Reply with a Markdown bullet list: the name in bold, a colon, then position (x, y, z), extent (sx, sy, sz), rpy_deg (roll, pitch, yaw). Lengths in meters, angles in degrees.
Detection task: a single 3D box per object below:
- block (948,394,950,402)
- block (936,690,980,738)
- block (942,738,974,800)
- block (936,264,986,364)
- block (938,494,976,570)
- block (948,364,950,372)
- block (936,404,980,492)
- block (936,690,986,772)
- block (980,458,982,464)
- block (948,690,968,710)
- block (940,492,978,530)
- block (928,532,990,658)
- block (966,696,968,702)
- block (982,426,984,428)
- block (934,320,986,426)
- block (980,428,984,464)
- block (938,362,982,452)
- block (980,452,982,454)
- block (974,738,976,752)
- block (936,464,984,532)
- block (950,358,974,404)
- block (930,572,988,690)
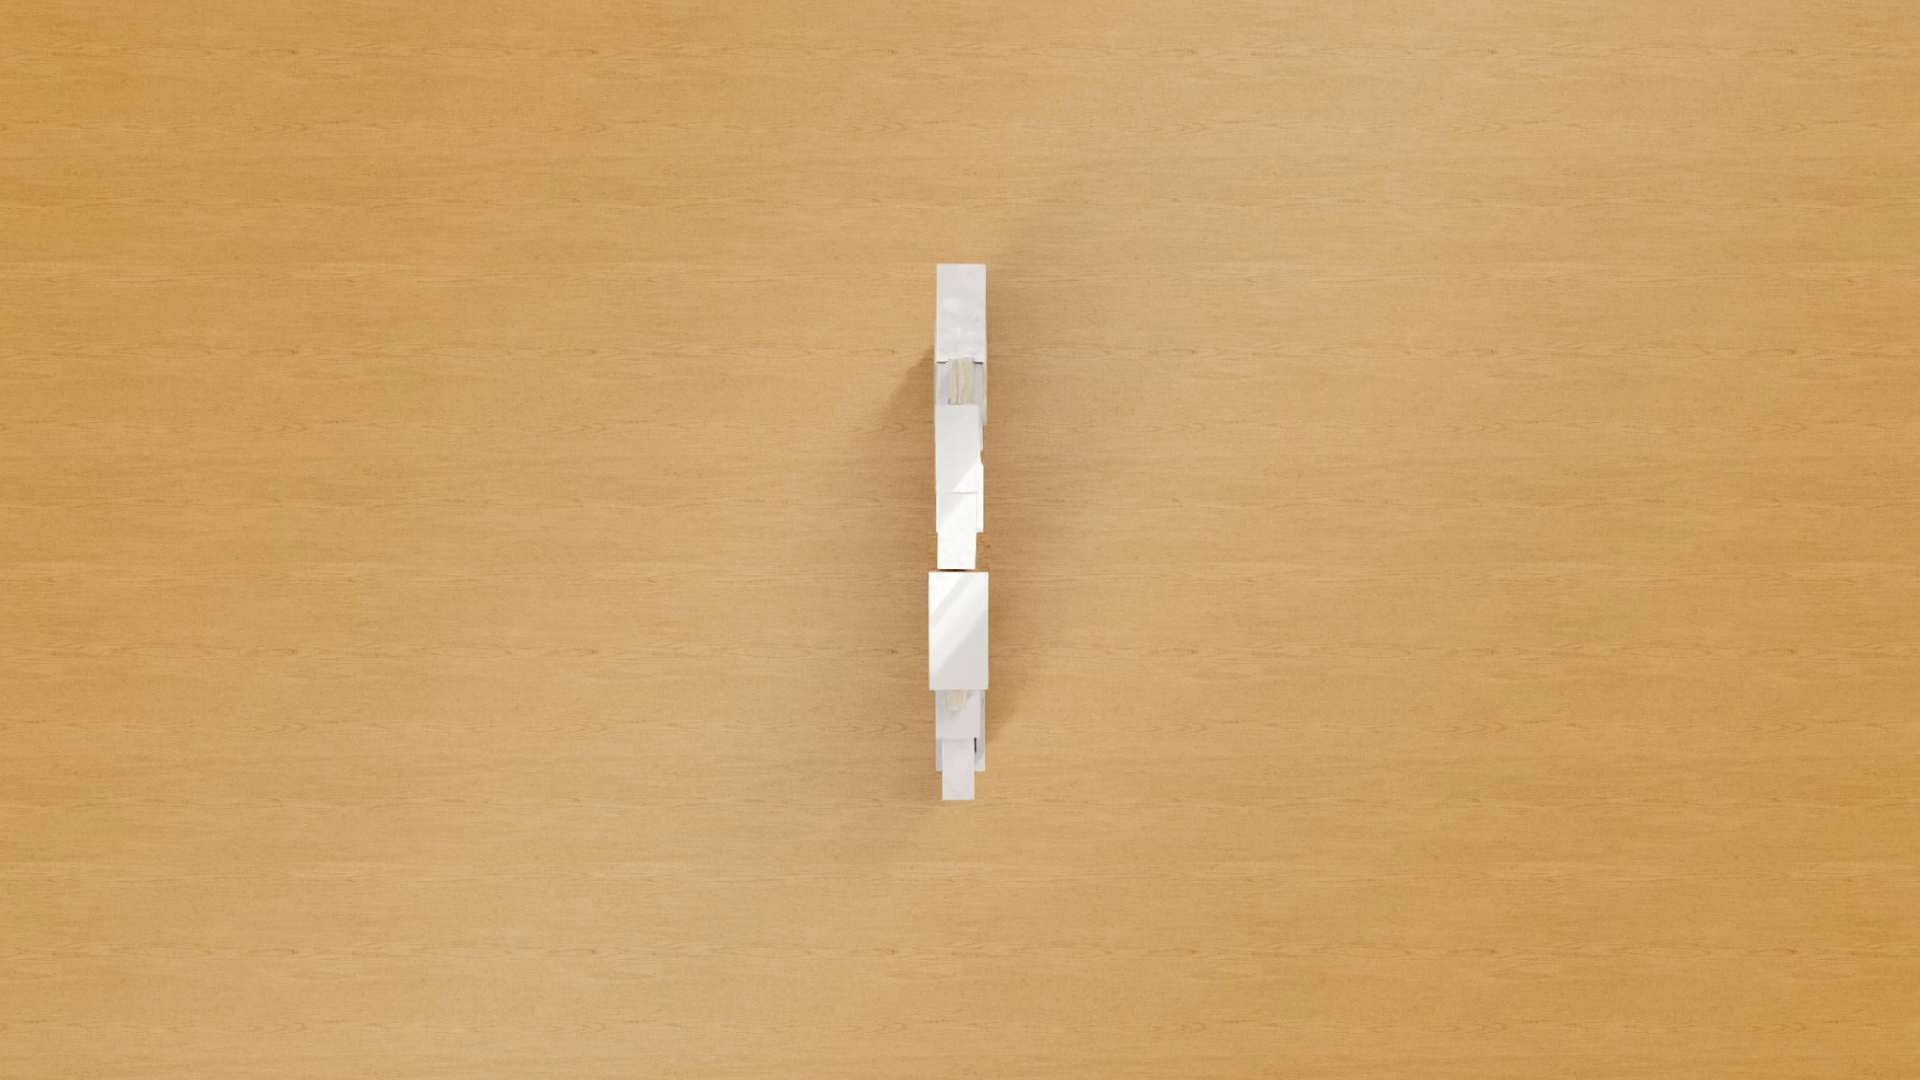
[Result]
- **block**: position (0.000, -0.368, 4.320), extent (0.058, 0.115, 0.016), rpy_deg (0, 88, 0)
- **block**: position (-0.006, 0.423, 4.554), extent (0.121, 0.034, 0.241), rpy_deg (0, 90, 0)
- **block**: position (-0.005, 0.639, 4.635), extent (0.089, 0.025, 0.177), rpy_deg (0, 90, 0)
- **block**: position (0.002, -0.599, 4.368), extent (0.128, 0.036, 0.257), rpy_deg (0, 91, 0)
- **block**: position (-0.007, -0.020, 4.062), extent (0.092, 0.026, 0.184), rpy_deg (1, 90, 0)
- **block**: position (0.000, -0.445, 4.324), extent (0.058, 0.115, 0.016), rpy_deg (0, 88, 0)
- **block**: position (-0.006, -0.229, 4.140), extent (0.109, 0.031, 0.219), rpy_deg (-1, 90, 0)
- **block**: position (0.001, 0.568, 5.170), extent (0.154, 0.044, 0.308), rpy_deg (0, 90, 0)
- **block**: position (0.000, -0.121, 4.965), extent (0.127, 0.036, 0.254), rpy_deg (0, 90, 0)
- **block**: position (-0.007, 0.405, 4.428), extent (0.050, 0.014, 0.101), rpy_deg (-1, 90, 1)
- **block**: position (-0.003, -0.127, 4.428), extent (0.101, 0.029, 0.202), rpy_deg (0, 90, 0)
- **block**: position (-0.002, 0.142, 4.281), extent (0.162, 0.046, 0.323), rpy_deg (0, 90, 0)
- **block**: position (-0.006, 0.439, 4.486), extent (0.050, 0.101, 0.014), rpy_deg (0, 90, 0)
- **block**: position (0.000, -0.368, 4.848), extent (0.149, 0.298, 0.042), rpy_deg (0, 87, 0)
- **block**: position (0.000, -0.474, 4.668), extent (0.149, 0.042, 0.298), rpy_deg (0, 94, 0)
- **block**: position (-0.001, -0.388, 5.174), extent (0.152, 0.043, 0.304), rpy_deg (0, 90, 0)
- **block**: position (0.000, -0.353, 4.394), extent (0.117, 0.033, 0.234), rpy_deg (0, 87, 0)
- **block**: position (0.003, -0.271, 4.618), extent (0.117, 0.422, 0.033), rpy_deg (0, 89, 0)
- **block**: position (0.002, 0.529, 4.838), extent (0.092, 0.026, 0.184), rpy_deg (-1, 90, 0)
- **block**: position (-0.001, -0.080, 4.663), extent (0.133, 0.038, 0.266), rpy_deg (0, 90, 0)
- **block**: position (0.004, -0.408, 4.256), extent (0.058, 0.016, 0.115), rpy_deg (-2, 87, 0)
- **block**: position (-0.003, 0.218, 3.958), extent (0.140, 0.040, 0.280), rpy_deg (0, 90, 0)
